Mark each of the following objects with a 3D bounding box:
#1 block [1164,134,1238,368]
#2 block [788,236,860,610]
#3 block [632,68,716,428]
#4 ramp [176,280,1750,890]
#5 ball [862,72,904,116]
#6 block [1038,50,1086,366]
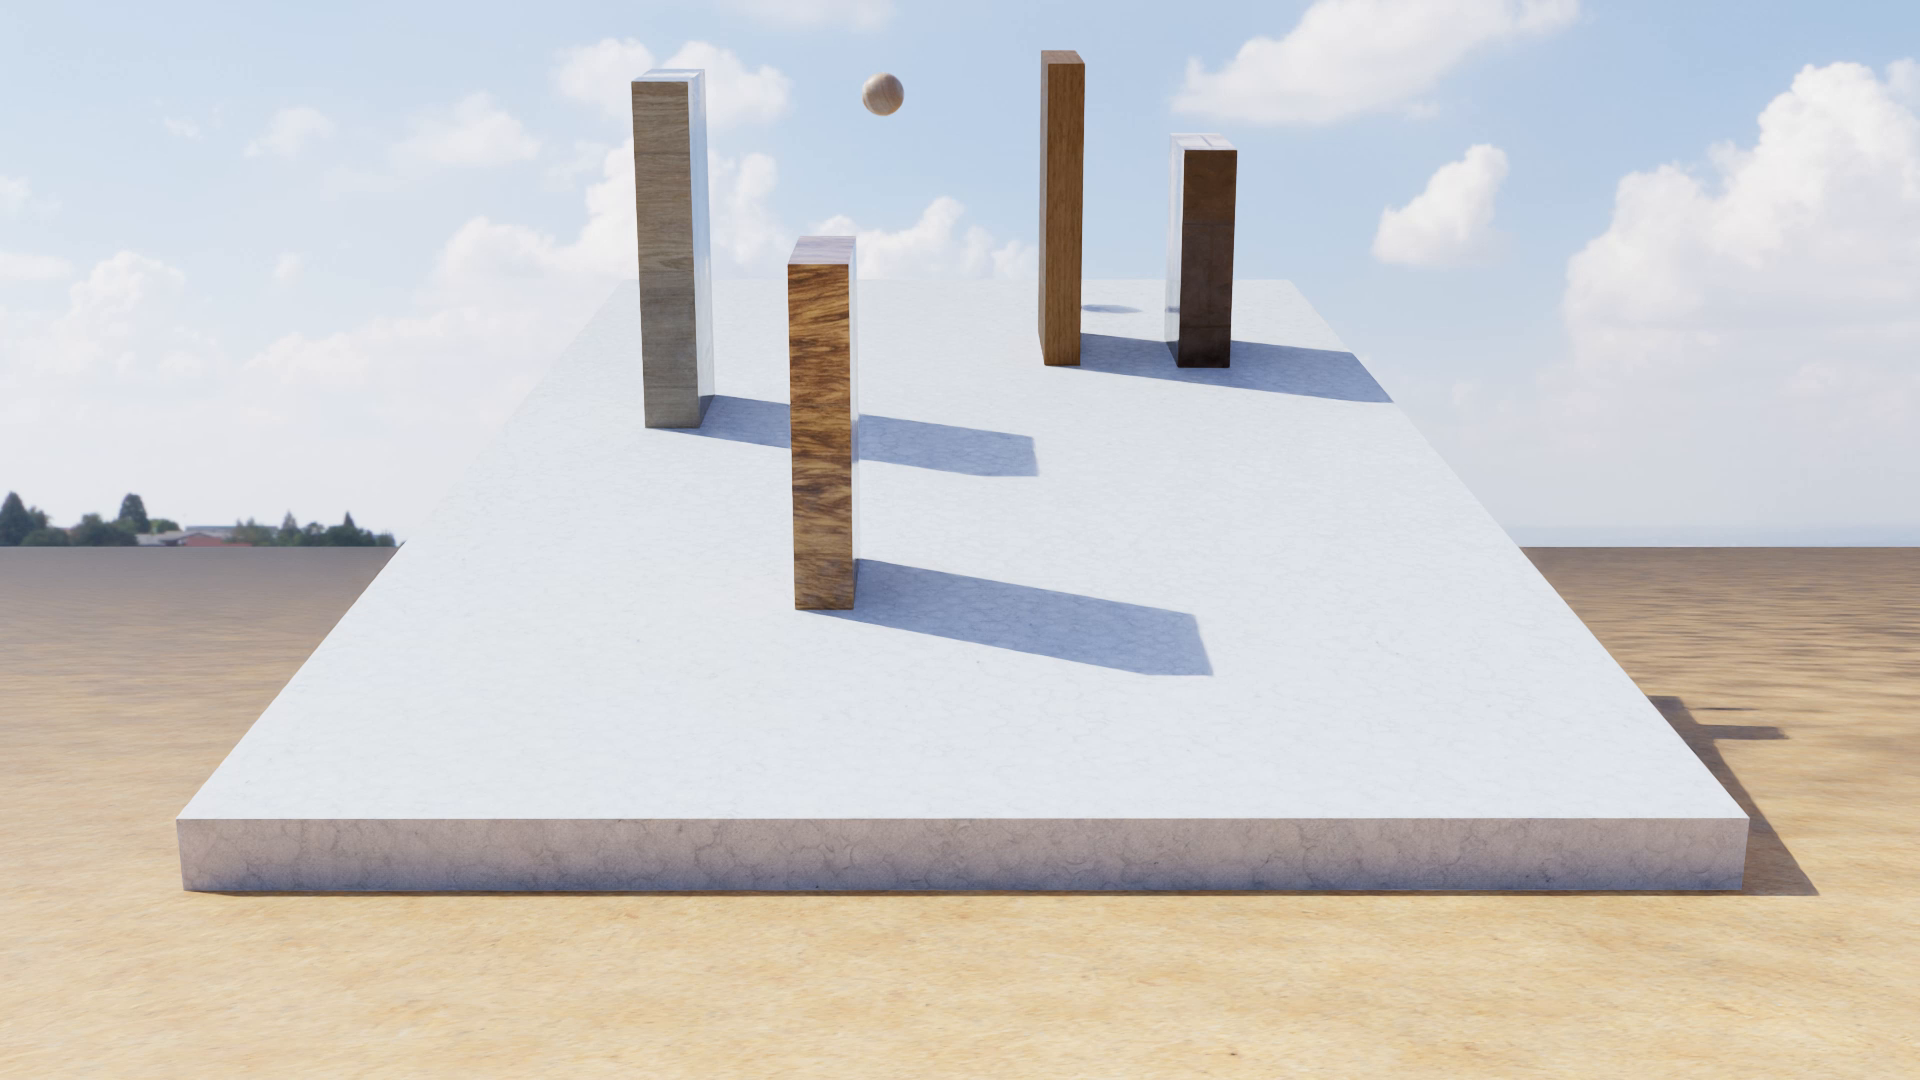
[{"bbox_3d":[0.598,-0.730,5.539,0.127,0.530,0.373,0,17,0],"label":"block"},{"bbox_3d":[-0.223,-0.200,3.680,0.096,0.569,0.292,0,17,0],"label":"block"},{"bbox_3d":[-0.628,-0.648,4.884,0.118,0.743,0.336,0,17,0],"label":"block"},{"bbox_3d":[-0.002,-0.167,4.746,2.000,0.100,4.000,0,17,0],"label":"ramp"},{"bbox_3d":[-0.220,-1.273,6.320,0.123,0.123,0.123,0,0,0],"label":"ball"},{"bbox_3d":[0.252,-0.841,5.563,0.088,0.730,0.436,0,17,0],"label":"block"}]
